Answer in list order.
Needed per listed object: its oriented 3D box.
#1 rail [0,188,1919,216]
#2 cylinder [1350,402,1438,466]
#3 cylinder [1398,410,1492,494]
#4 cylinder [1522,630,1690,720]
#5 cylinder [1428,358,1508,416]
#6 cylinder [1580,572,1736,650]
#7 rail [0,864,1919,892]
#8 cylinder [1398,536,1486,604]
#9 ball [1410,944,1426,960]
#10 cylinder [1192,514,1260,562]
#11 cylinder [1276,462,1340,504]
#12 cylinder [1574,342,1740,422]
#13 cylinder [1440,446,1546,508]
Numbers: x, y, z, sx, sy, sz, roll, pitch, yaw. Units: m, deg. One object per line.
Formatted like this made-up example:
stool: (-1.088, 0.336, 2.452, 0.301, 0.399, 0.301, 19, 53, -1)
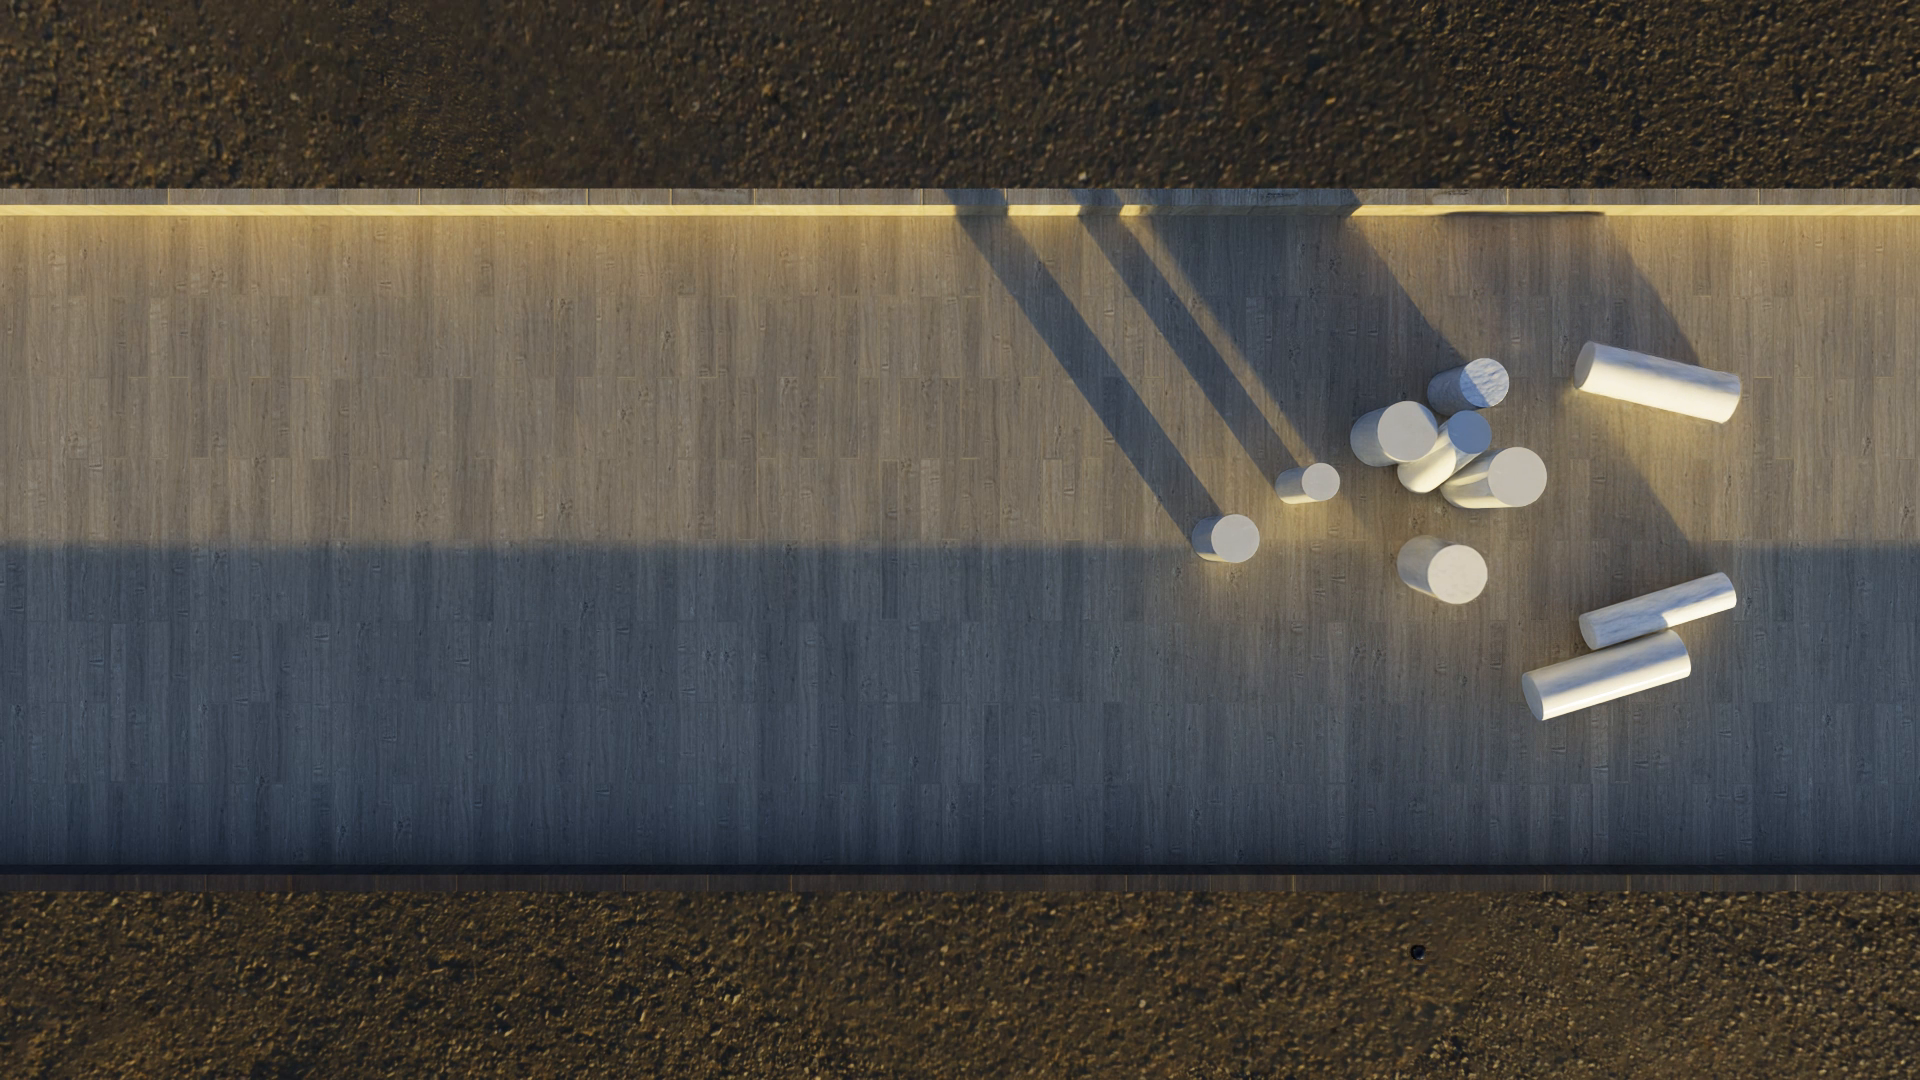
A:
rail: (-2.247, -1.025, 5.002, 12.000, 0.150, 0.050, 0, 90, 0)
cylinder: (1.287, -0.312, 4.906, 0.174, 0.339, 0.174, 0, 90, 0)
cylinder: (1.431, -0.257, 4.886, 0.134, 0.357, 0.134, 3, 73, -8)
cylinder: (1.956, 0.410, 5.001, 0.458, 0.150, 0.150, -17, 90, 0)
cylinder: (1.509, -0.453, 4.910, 0.142, 0.333, 0.142, 0, 90, 0)
cylinder: (2.121, 0.216, 5.020, 0.439, 0.114, 0.114, -17, 90, 0)
rail: (-2.247, 1.025, 5.001, 12.000, 0.150, 0.050, 0, 90, 0)
cylinder: (1.428, 0.085, 4.900, 0.171, 0.340, 0.171, 0, 95, 0)
ball: (7.768, 6.993, 27.956, 0.267, 0.267, 0.267, 0, 90, 0)
cylinder: (0.781, -0.004, 4.877, 0.137, 0.400, 0.137, 0, 90, 0)
cylinder: (1.024, -0.165, 4.880, 0.108, 0.394, 0.108, 0, 90, 0)
cylinder: (2.111, -0.479, 5.003, 0.449, 0.147, 0.147, 13, 90, 0)
cylinder: (1.565, -0.180, 4.864, 0.169, 0.420, 0.169, 0, 90, -2)
